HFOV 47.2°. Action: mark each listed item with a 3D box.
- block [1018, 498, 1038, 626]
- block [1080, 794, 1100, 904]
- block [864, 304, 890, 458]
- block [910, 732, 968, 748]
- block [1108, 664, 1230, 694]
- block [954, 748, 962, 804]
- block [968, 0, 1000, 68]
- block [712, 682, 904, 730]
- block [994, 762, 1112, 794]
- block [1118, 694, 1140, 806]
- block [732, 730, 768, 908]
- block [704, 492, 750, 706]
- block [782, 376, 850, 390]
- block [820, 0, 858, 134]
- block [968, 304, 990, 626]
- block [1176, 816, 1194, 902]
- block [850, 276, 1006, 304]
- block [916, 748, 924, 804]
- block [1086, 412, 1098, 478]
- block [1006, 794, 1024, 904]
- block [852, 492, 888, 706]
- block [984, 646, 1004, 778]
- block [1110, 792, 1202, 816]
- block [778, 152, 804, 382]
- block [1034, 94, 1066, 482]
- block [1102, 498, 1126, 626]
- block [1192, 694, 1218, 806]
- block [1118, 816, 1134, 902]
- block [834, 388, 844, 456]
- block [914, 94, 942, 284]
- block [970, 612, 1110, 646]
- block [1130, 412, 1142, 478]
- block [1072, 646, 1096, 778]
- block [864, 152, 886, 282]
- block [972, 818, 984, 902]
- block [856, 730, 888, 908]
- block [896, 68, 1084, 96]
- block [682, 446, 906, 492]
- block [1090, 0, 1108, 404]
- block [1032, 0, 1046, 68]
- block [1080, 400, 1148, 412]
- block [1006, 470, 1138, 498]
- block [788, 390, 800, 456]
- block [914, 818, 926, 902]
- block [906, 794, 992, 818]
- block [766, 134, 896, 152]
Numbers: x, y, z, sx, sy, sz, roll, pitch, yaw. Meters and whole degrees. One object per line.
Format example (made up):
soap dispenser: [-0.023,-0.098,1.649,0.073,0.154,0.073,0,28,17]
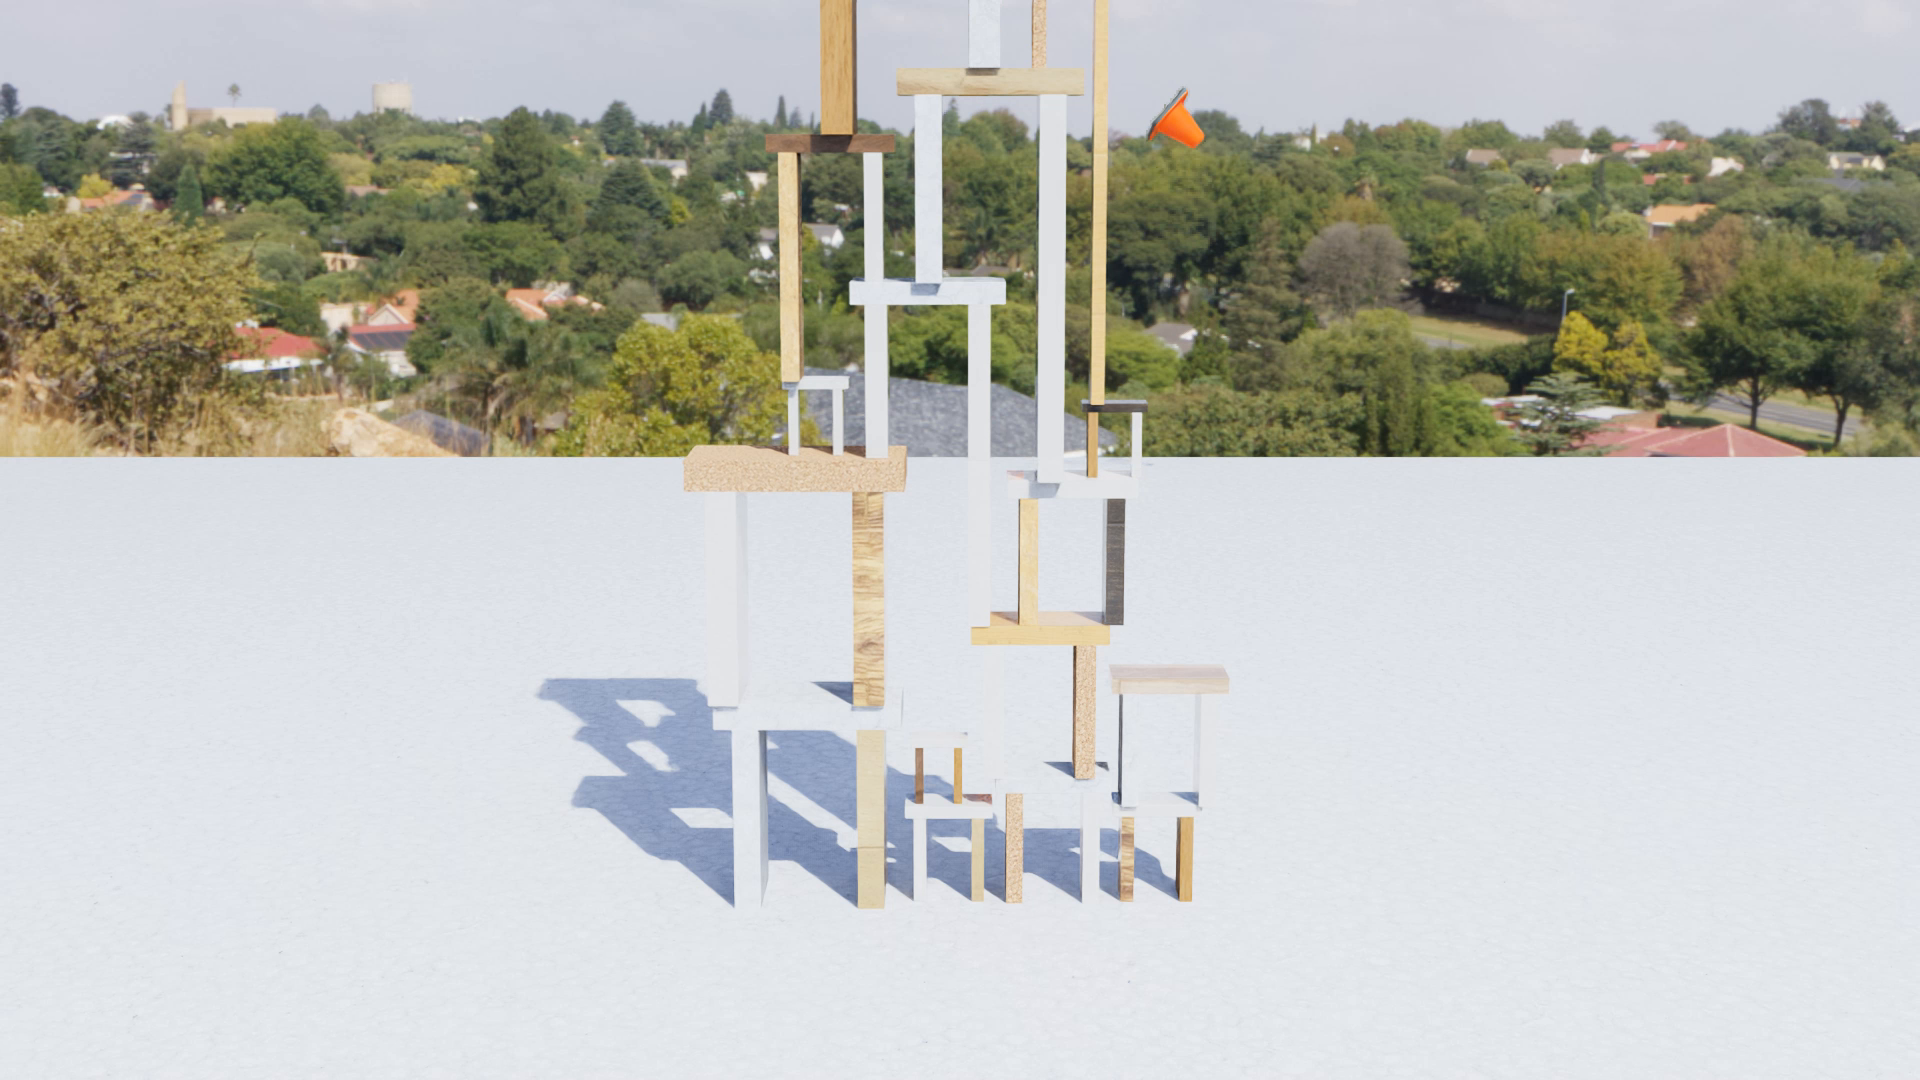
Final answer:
block: [0.110,0.026,3.566,0.029,0.207,0.103,0,11,0]
block: [0.215,0.498,3.652,0.027,0.188,0.094,0,11,0]
block: [-0.131,-0.259,3.513,0.034,0.243,0.121,0,11,0]
block: [-0.035,0.329,3.619,0.095,0.014,0.048,0,11,0]
block: [0.341,0.228,3.600,0.189,0.027,0.095,0,10,0]
block: [-0.003,0.383,3.629,0.014,0.095,0.048,0,11,0]
block: [0.038,-0.898,3.387,0.048,0.337,0.169,0,11,0]
block: [-0.246,0.271,3.612,0.302,0.043,0.151,0,11,0]
block: [0.152,0.392,3.632,0.188,0.027,0.094,0,11,0]
block: [0.277,0.334,3.619,0.027,0.189,0.094,0,10,0]
block: [-0.347,0.441,3.643,0.043,0.302,0.151,0,11,0]
block: [-0.378,0.079,3.575,0.049,0.347,0.174,0,11,1]
block: [-0.230,-0.252,3.516,0.106,0.015,0.053,0,11,0]
block: [-0.188,-0.849,3.397,0.048,0.437,0.169,0,11,0]
block: [0.030,-0.125,3.538,0.034,0.515,0.122,0,11,0]
block: [0.373,0.519,3.653,0.021,0.146,0.073,0,11,0]
block: [-0.050,-0.396,3.488,0.243,0.034,0.122,0,11,0]
block: [-0.067,0.383,3.629,0.014,0.095,0.048,0,11,0]
block: [0.212,-0.156,3.533,0.015,0.104,0.052,0,11,0]
block: [0.090,0.498,3.652,0.027,0.188,0.094,0,11,0]
block: [-0.145,0.080,3.576,0.049,0.347,0.174,0,11,0]
block: [0.055,0.269,3.612,0.032,0.223,0.112,0,11,0]
block: [0.324,0.437,3.637,0.146,0.021,0.073,0,10,0]
block: [-0.267,-0.433,3.479,0.028,0.355,0.099,0,11,0]
block: [0.142,-0.398,3.480,0.041,0.600,0.143,0,11,0]
block: [0.249,0.026,3.566,0.029,0.207,0.104,0,11,0]
block: [0.404,0.334,3.619,0.027,0.189,0.094,0,10,0]
block: [0.276,0.519,3.652,0.021,0.146,0.073,0,10,0]
block: [-0.194,-0.192,3.527,0.015,0.106,0.053,0,11,0]
block: [-0.048,-0.552,3.451,0.041,0.286,0.143,0,11,0]
block: [0.129,0.143,3.588,0.223,0.032,0.112,0,11,0]
block: [0.282,-0.156,3.533,0.015,0.104,0.052,0,11,0]
block: [0.204,0.269,3.612,0.032,0.223,0.112,0,11,0]
block: [-0.135,-0.510,3.465,0.028,0.199,0.099,0,11,0]
block: [0.029,0.520,3.653,0.020,0.143,0.072,0,11,0]
block: [-0.145,0.441,3.643,0.043,0.302,0.151,0,10,0]
block: [0.047,-0.712,3.420,0.286,0.041,0.143,0,11,0]
block: [-0.261,-0.116,3.540,0.347,0.049,0.174,0,11,0]
block: [0.218,-0.548,3.456,0.020,0.665,0.072,0,11,1]
block: [0.122,-0.804,3.408,0.020,0.144,0.072,0,11,0]
block: [0.247,-0.215,3.523,0.104,0.015,0.052,0,11,1]
block: [0.180,-0.090,3.545,0.207,0.029,0.103,0,11,0]
block: [-0.265,-0.192,3.527,0.015,0.106,0.053,0,11,0]
block: [-0.066,0.520,3.653,0.020,0.143,0.072,0,11,0]
block: [-0.018,0.440,3.638,0.143,0.020,0.072,0,11,0]
block: [-0.201,-0.622,3.444,0.199,0.028,0.099,0,11,0]
